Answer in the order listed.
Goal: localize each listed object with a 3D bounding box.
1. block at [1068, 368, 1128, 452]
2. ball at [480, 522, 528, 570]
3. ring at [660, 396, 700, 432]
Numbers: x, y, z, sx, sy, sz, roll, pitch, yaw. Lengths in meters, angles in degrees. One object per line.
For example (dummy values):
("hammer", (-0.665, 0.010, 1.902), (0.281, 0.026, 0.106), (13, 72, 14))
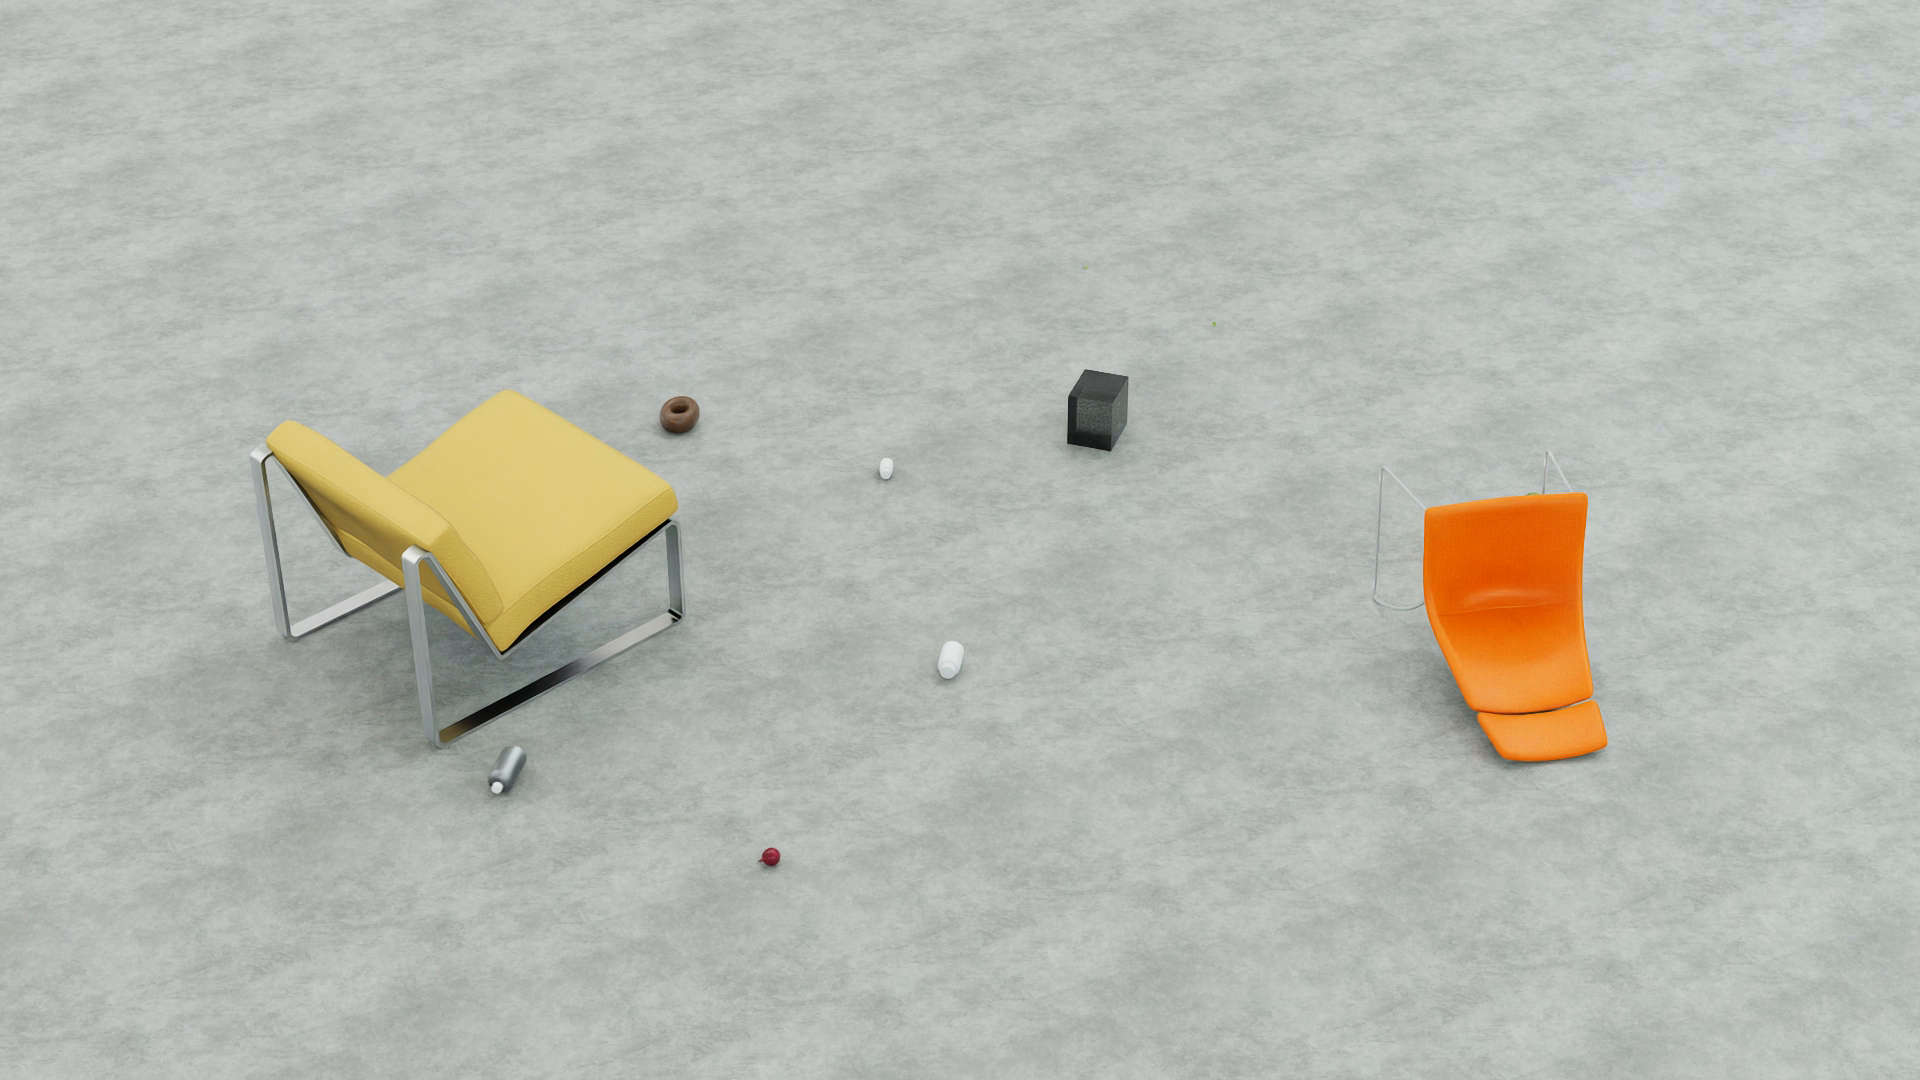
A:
("block", (0.542, -0.511, 11.522), (0.180, 0.218, 0.220), (11, 35, 16))
("ball", (-1.673, 0.019, 10.754), (0.177, 0.177, 0.177), (0, 33, 0))
("ring", (-1.112, -0.497, 11.627), (0.157, 0.082, 0.213), (6, 33, 7))
